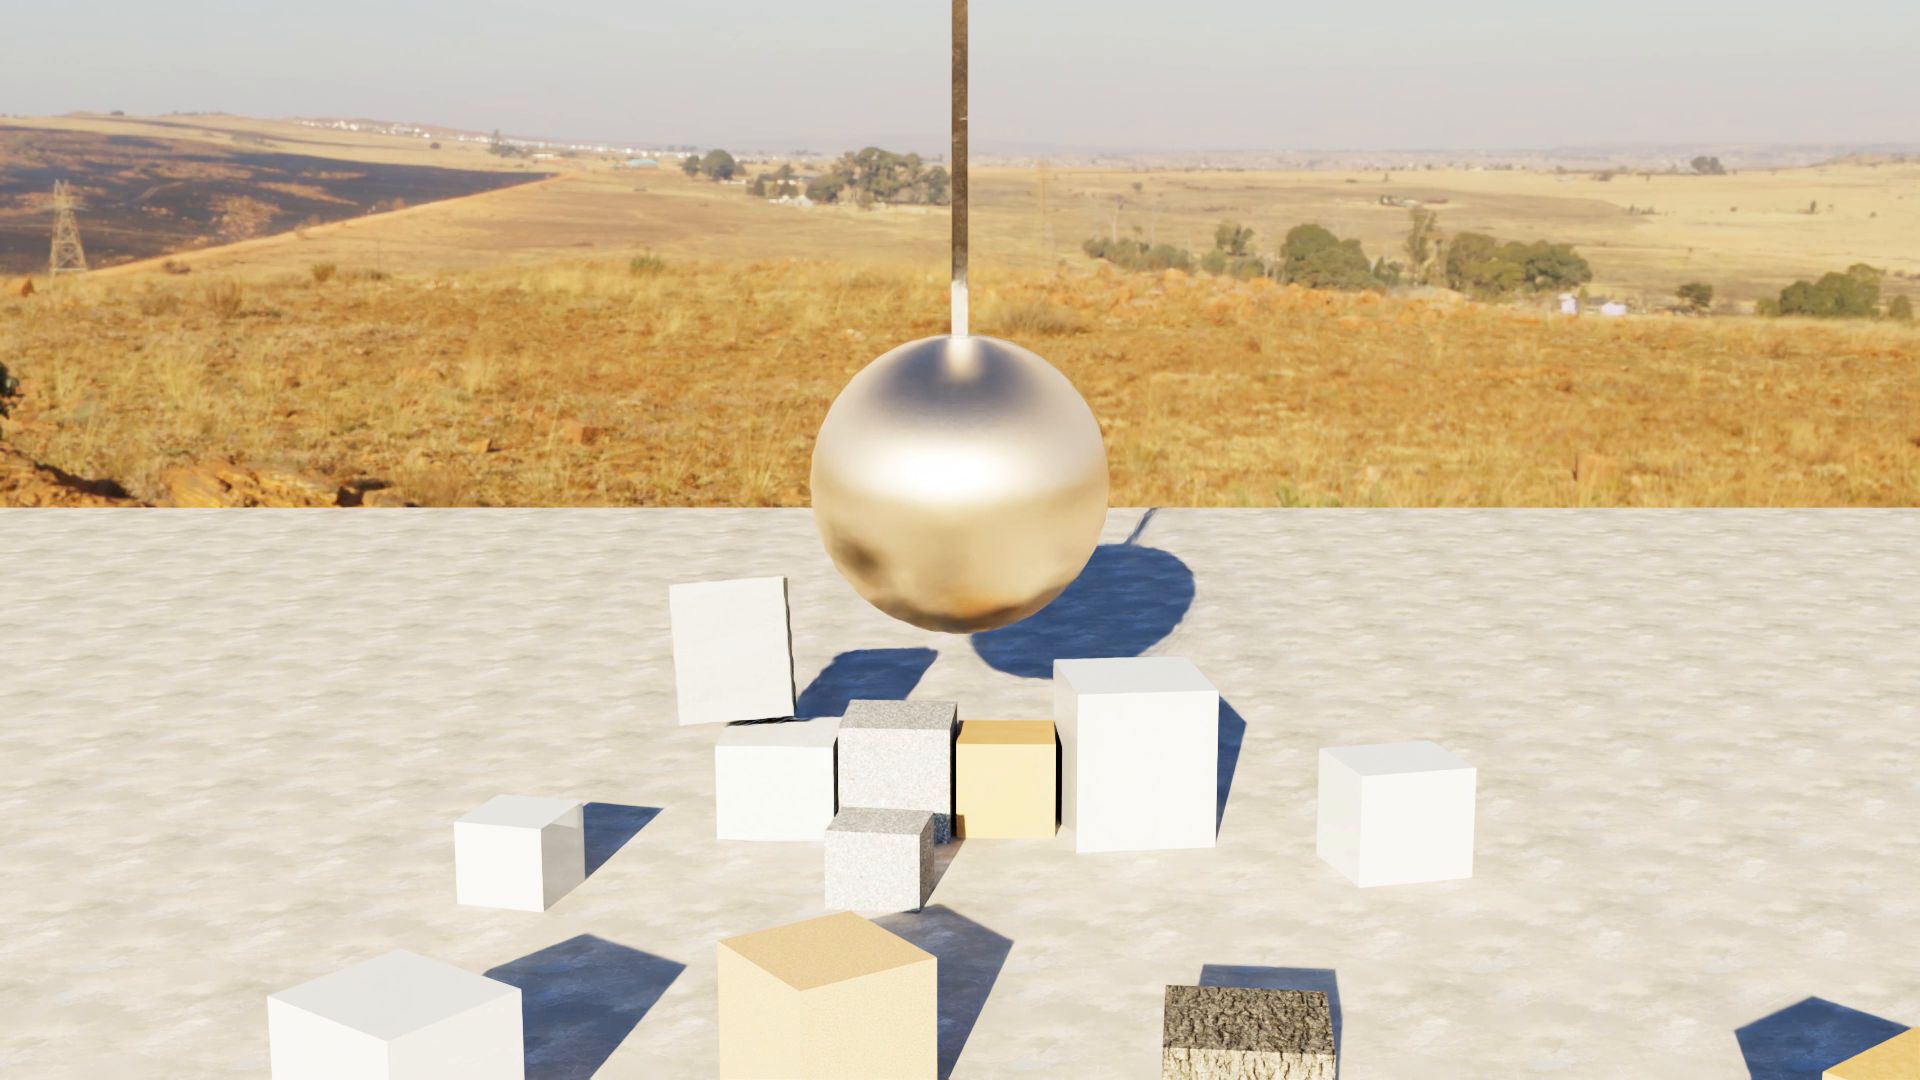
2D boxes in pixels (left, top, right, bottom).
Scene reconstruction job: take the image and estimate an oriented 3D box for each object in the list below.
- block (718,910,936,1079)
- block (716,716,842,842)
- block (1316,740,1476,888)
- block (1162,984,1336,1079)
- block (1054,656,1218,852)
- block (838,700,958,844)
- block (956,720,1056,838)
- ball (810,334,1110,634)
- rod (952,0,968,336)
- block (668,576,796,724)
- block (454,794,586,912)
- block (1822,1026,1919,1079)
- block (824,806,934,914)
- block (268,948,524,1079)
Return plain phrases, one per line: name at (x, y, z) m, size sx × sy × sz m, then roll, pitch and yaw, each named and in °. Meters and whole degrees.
block at (-0.495, 1.786, 8.157) m, size 0.579 × 0.567 × 0.604 m, roll -7°, pitch 12°, yaw -34°
block at (-0.924, 1.232, 11.403) m, size 0.593 × 0.495 × 0.585 m, roll 0°, pitch 10°, yaw 2°
block at (2.121, 1.328, 10.729) m, size 0.589 × 0.548 × 0.505 m, roll -3°, pitch 11°, yaw -14°
block at (0.979, 1.904, 7.547) m, size 0.565 × 0.553 × 0.553 m, roll 1°, pitch 10°, yaw 6°
block at (0.889, 1.088, 11.320) m, size 0.706 × 0.810 × 0.749 m, roll -1°, pitch 10°, yaw -7°
block at (-0.314, 1.189, 11.366) m, size 0.562 × 0.593 × 0.572 m, roll 1°, pitch 10°, yaw 4°
block at (0.237, 1.235, 11.394) m, size 0.501 × 0.494 × 0.468 m, roll 0°, pitch 10°, yaw 1°
ball at (0.000, -0.301, 11.720) m, size 1.600 × 1.600 × 1.600 m, roll 0°, pitch 10°, yaw 0°
rod at (0.000, -3.571, 10.789) m, size 0.080 × 5.200 × 0.080 m, roll 0°, pitch 16°, yaw 0°
block at (-1.175, 0.569, 11.465) m, size 0.578 × 0.711 × 0.608 m, roll -4°, pitch -1°, yaw -3°
block at (-2.070, 1.470, 10.369) m, size 0.435 × 0.397 × 0.455 m, roll 3°, pitch 11°, yaw 15°
block at (3.182, 1.991, 7.009) m, size 0.588 × 0.575 × 0.633 m, roll -8°, pitch 13°, yaw -38°
block at (-0.373, 1.494, 10.297) m, size 0.443 × 0.376 × 0.383 m, roll 2°, pitch 10°, yaw 9°
block at (-1.951, 1.860, 7.644) m, size 0.644 × 0.606 × 0.572 m, roll 8°, pitch 13°, yaw 37°
